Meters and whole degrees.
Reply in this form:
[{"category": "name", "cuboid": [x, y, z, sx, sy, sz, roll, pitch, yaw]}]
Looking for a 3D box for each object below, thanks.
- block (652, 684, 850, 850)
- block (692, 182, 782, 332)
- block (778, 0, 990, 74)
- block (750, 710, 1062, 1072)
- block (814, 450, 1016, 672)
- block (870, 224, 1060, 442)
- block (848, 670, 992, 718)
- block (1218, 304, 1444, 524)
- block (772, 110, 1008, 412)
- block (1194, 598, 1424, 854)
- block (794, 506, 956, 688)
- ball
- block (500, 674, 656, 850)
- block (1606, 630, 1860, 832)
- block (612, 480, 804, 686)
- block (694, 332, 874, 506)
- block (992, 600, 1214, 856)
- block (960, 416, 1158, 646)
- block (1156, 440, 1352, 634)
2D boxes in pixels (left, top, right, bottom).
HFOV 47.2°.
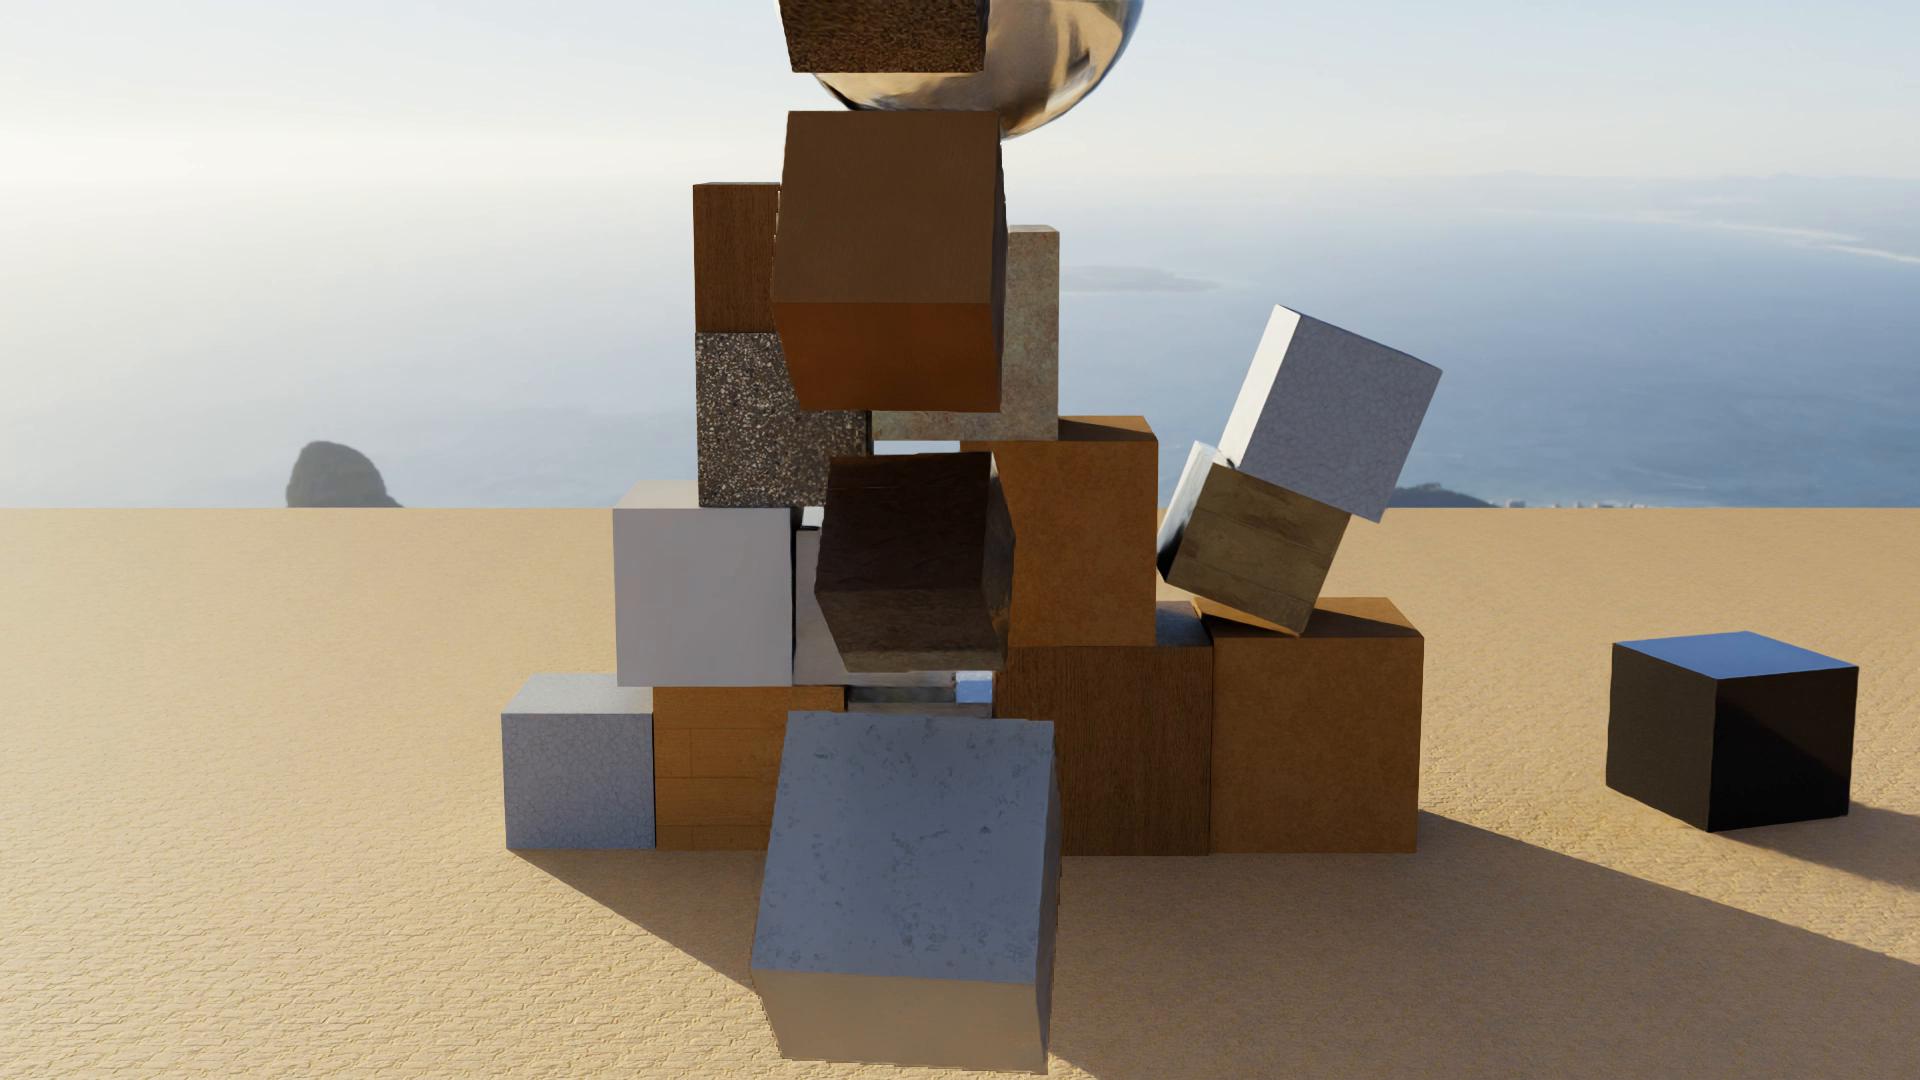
[{"category": "block", "cuboid": [-1.046, 1.060, 11.380, 0.945, 0.843, 0.895, 0, 10, 0]}, {"category": "block", "cuboid": [-0.892, -1.412, 10.909, 0.765, 0.706, 0.686, 0, 10, 1]}, {"category": "block", "cuboid": [-0.248, -2.072, 7.482, 0.660, 0.718, 0.616, 1, -34, 6]}, {"category": "block", "cuboid": [-0.151, 1.231, 7.708, 0.931, 0.969, 0.787, 2, -34, 6]}, {"category": "block", "cuboid": [-0.142, 0.081, 7.573, 0.562, 0.545, 0.539, -2, -33, 10]}, {"category": "block", "cuboid": [0.013, -1.051, 10.948, 0.899, 0.996, 0.933, 0, 10, -1]}, {"category": "block", "cuboid": [-0.200, 1.108, 11.402, 0.727, 0.740, 0.726, 0, 10, 0]}, {"category": "block", "cuboid": [1.840, -0.650, 11.054, 0.748, 0.805, 0.802, 21, 10, -4]}, {"category": "block", "cuboid": [-0.208, -0.905, 7.232, 0.676, 0.705, 0.728, 1, -24, 4]}, {"category": "block", "cuboid": [1.760, 0.934, 11.346, 1.032, 1.102, 0.965, 0, 10, 0]}, {"category": "block", "cuboid": [-0.409, 0.269, 11.230, 0.801, 0.774, 0.835, 1, 10, 0]}, {"category": "ball", "cuboid": [0.000, -2.416, 8.963, 1.600, 1.600, 1.600, 0, 10, 0]}, {"category": "block", "cuboid": [-1.903, 1.131, 11.380, 0.749, 0.702, 0.832, 0, 10, 0]}, {"category": "block", "cuboid": [4.114, 1.005, 11.775, 0.882, 0.810, 0.883, -3, 11, -19]}, {"category": "block", "cuboid": [-1.260, 0.203, 11.236, 0.866, 0.893, 0.919, 0, 10, 0]}, {"category": "block", "cuboid": [-0.865, -0.649, 11.057, 0.821, 0.848, 0.781, 0, 10, 0]}, {"category": "block", "cuboid": [0.705, 0.949, 11.363, 1.062, 1.068, 1.082, 0, 10, 0]}, {"category": "block", "cuboid": [0.480, -0.068, 11.149, 0.956, 1.009, 1.006, 0, 10, 0]}, {"category": "block", "cuboid": [1.462, -0.030, 11.172, 0.732, 0.641, 0.796, 20, 10, -4]}]
